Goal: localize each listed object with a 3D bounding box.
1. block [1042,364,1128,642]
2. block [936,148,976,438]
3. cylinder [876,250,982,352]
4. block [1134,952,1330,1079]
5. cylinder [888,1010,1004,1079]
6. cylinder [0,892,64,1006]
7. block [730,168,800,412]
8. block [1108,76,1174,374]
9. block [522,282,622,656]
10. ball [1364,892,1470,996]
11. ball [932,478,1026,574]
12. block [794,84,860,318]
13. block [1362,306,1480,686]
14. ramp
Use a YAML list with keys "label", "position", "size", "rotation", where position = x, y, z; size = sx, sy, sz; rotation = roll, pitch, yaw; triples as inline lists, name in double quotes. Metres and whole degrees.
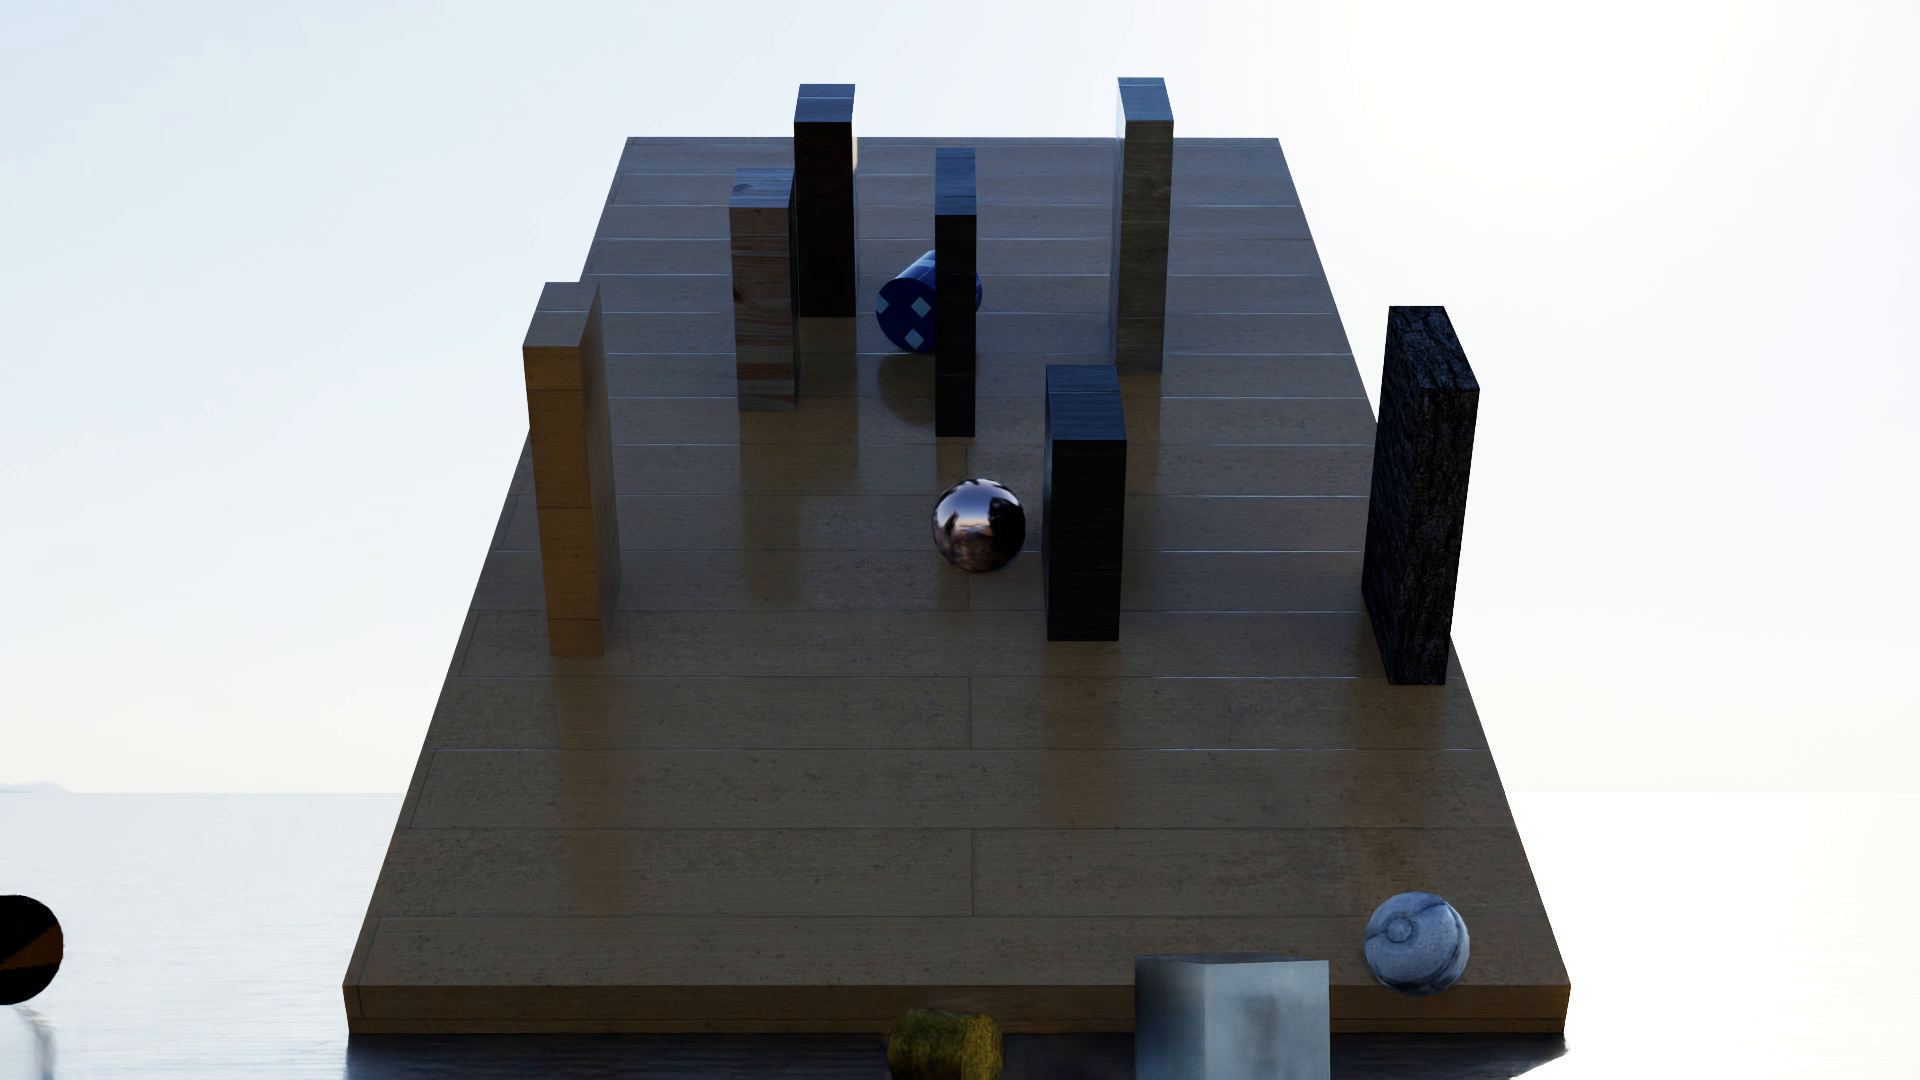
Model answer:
- label: "block"
  position: [0.247, -0.077, 4.872]
  size: [0.143, 0.454, 0.336]
  rotation: [0, 29, 0]
- label: "block"
  position: [-0.011, -0.586, 5.673]
  size: [0.092, 0.554, 0.427]
  rotation: [0, 29, 0]
- label: "cylinder"
  position: [-0.077, -0.603, 6.062]
  size: [0.201, 0.201, 0.201]
  rotation: [-3, 25, 30]
- label: "block"
  position: [0.350, 0.632, 3.110]
  size: [0.182, 0.182, 0.182]
  rotation: [3, -6, -24]
- label: "cylinder"
  position: [-0.018, 0.671, 3.142]
  size: [0.109, 0.109, 0.109]
  rotation: [-4, -7, 32]
- label: "cylinder"
  position: [-1.829, 0.768, 4.542]
  size: [0.204, 0.204, 0.204]
  rotation: [5, -8, -40]
- label: "block"
  position: [-0.460, -0.595, 5.721]
  size: [0.134, 0.519, 0.257]
  rotation: [0, 29, 0]
- label: "block"
  position: [0.441, -0.770, 5.903]
  size: [0.114, 0.652, 0.314]
  rotation: [0, 29, 0]
- label: "block"
  position: [-0.760, -0.138, 4.748]
  size: [0.105, 0.676, 0.301]
  rotation: [0, 29, 0]
- label: "ball"
  position: [0.736, 0.651, 3.876]
  size: [0.167, 0.167, 0.167]
  rotation: [0, -6, 0]
- label: "ball"
  position: [0.040, -0.030, 5.048]
  size: [0.199, 0.199, 0.199]
  rotation: [0, -6, 0]
- label: "block"
  position: [-0.341, -0.877, 6.213]
  size: [0.145, 0.528, 0.293]
  rotation: [0, 29, 0]
- label: "block"
  position: [0.893, -0.088, 4.703]
  size: [0.108, 0.643, 0.372]
  rotation: [0, 29, 0]
- label: "ramp"
  position: [-0.013, -0.214, 5.679]
  size: [2.000, 0.100, 4.000]
  rotation: [0, 29, 0]
